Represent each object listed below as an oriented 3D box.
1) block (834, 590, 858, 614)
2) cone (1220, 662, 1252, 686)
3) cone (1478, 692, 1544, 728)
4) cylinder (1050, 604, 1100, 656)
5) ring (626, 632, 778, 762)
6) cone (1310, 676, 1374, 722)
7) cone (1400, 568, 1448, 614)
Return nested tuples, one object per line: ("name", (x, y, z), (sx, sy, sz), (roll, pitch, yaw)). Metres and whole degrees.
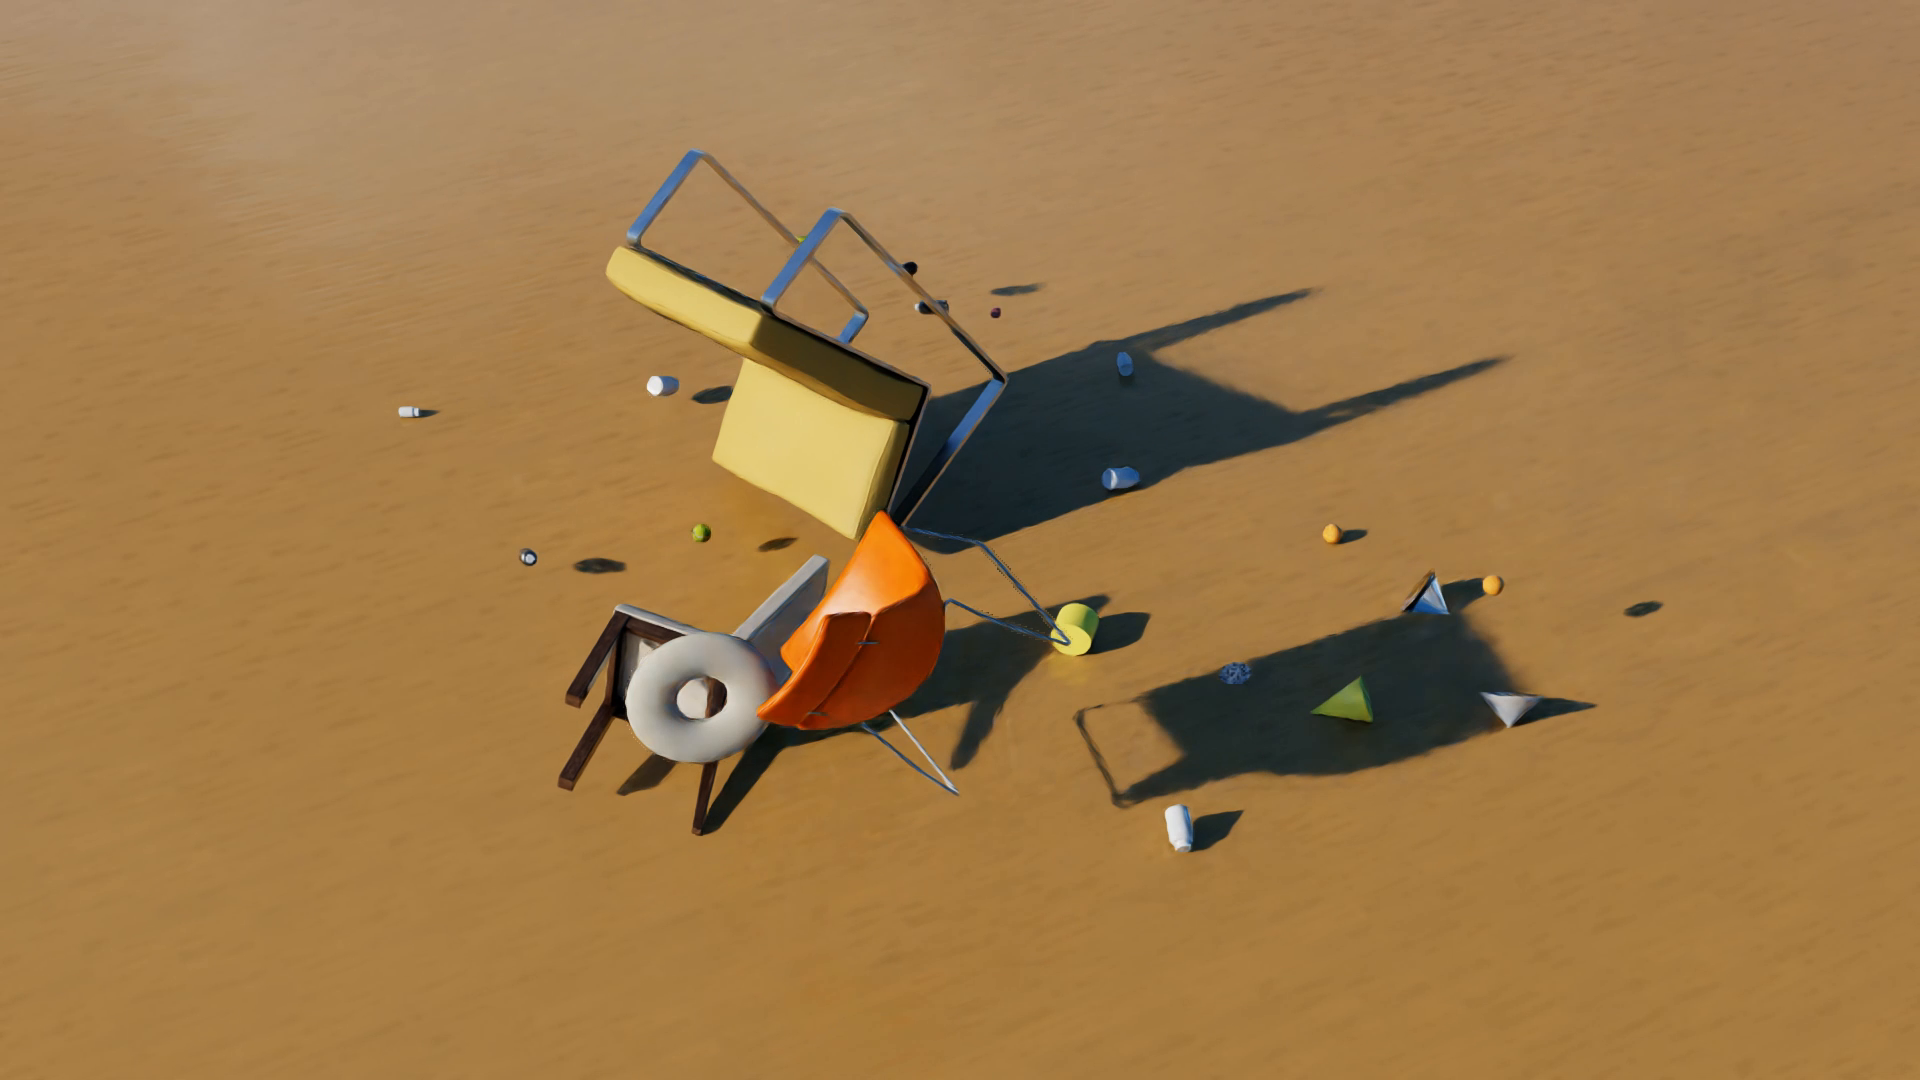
("block", (-0.409, 0.220, 10.508), (0.074, 0.075, 0.063), (1, -8, -20))
("cone", (0.963, 0.466, 10.206), (0.111, 0.078, 0.054), (-13, -8, 13))
("cone", (1.870, 0.583, 9.971), (0.218, 0.115, 0.212), (3, 1, 3))
("cylinder", (0.406, 0.315, 10.349), (0.147, 0.129, 0.136), (11, 35, 11))
("ring", (-0.753, 0.463, 8.575), (0.451, 0.417, 0.073), (-10, 23, -9))
("cone", (1.292, 0.567, 10.018), (0.205, 0.144, 0.164), (-15, 70, 15))
("cone", (1.699, 0.224, 10.536), (0.145, 0.168, 0.198), (38, 69, -1))
